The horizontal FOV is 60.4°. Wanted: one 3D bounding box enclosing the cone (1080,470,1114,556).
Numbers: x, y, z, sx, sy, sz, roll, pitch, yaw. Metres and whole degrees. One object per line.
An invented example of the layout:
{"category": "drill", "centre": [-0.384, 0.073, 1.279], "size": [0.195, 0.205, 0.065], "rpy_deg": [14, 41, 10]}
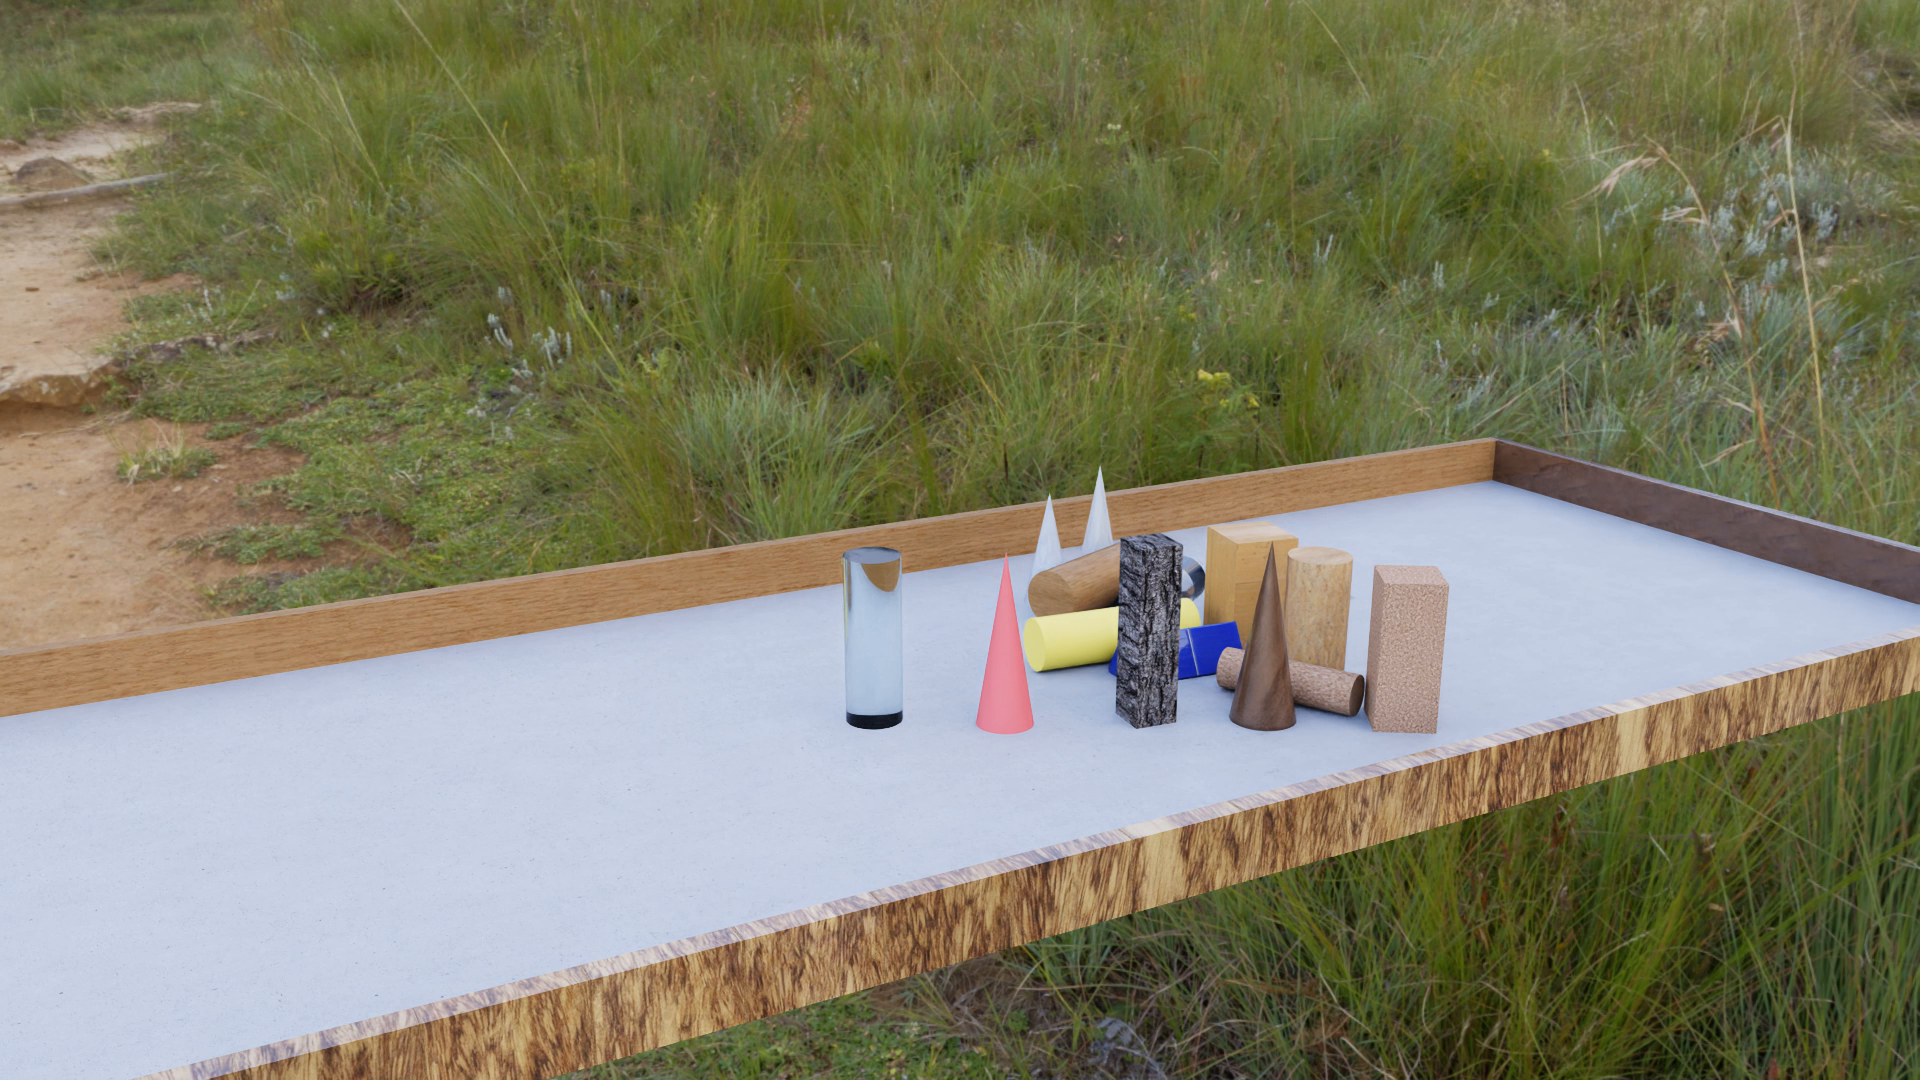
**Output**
{"category": "cone", "centre": [0.411, -0.048, 4.879], "size": [0.134, 0.360, 0.134], "rpy_deg": [0, 16, 0]}

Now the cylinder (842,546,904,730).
{"category": "cylinder", "centre": [-0.203, 0.229, 3.857], "size": [0.136, 0.405, 0.136], "rpy_deg": [0, 16, 0]}

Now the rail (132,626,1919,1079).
{"category": "rail", "centre": [-2.336, 1.006, 1.665], "size": [12.000, 0.150, 0.050], "rpy_deg": [-9, 18, -27]}

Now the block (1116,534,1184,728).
{"category": "block", "centre": [0.441, 0.212, 3.857], "size": [0.106, 0.437, 0.106], "rpy_deg": [-7, 18, -21]}

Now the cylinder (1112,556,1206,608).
{"category": "cylinder", "centre": [0.557, 0.155, 4.591], "size": [0.135, 0.135, 0.359], "rpy_deg": [9, 19, 28]}

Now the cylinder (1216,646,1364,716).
{"category": "cylinder", "centre": [0.801, 0.343, 4.009], "size": [0.342, 0.102, 0.102], "rpy_deg": [11, 19, 32]}

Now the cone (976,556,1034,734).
{"category": "cone", "centre": [0.106, 0.229, 3.829], "size": [0.137, 0.421, 0.137], "rpy_deg": [0, 16, 0]}

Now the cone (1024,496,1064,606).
{"category": "cone", "centre": [0.253, 0.022, 4.704], "size": [0.137, 0.324, 0.137], "rpy_deg": [0, 16, 0]}

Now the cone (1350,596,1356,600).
{"category": "cone", "centre": [0.943, 0.147, 4.703], "size": [0.454, 0.175, 0.175], "rpy_deg": [6, 14, -20]}

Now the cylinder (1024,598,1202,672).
{"category": "cylinder", "centre": [0.397, 0.244, 4.283], "size": [0.446, 0.137, 0.137], "rpy_deg": [-6, 18, -21]}

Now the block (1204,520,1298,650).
{"category": "block", "centre": [0.764, 0.131, 4.351], "size": [0.174, 0.315, 0.174], "rpy_deg": [-5, 17, -16]}

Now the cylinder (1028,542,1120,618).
{"category": "cylinder", "centre": [0.387, 0.115, 4.681], "size": [0.158, 0.158, 0.430], "rpy_deg": [13, 21, 38]}

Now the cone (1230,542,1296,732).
{"category": "cone", "centre": [0.718, 0.211, 3.852], "size": [0.158, 0.443, 0.158], "rpy_deg": [0, 16, 0]}

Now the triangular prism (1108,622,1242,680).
{"category": "triangular prism", "centre": [0.557, 0.279, 4.202], "size": [0.333, 0.108, 0.125], "rpy_deg": [-7, 18, -22]}

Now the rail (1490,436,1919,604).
{"category": "rail", "centre": [2.466, -0.048, 5.253], "size": [0.050, 0.150, 2.100], "rpy_deg": [-9, 18, -27]}

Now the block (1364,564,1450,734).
{"category": "block", "centre": [1.039, 0.254, 3.847], "size": [0.144, 0.363, 0.144], "rpy_deg": [1, 16, 4]}

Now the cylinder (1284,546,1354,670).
{"category": "cylinder", "centre": [0.879, 0.199, 4.076], "size": [0.157, 0.338, 0.157], "rpy_deg": [1, 16, 0]}

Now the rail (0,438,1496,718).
{"category": "rail", "centre": [-3.305, 0.497, 3.399], "size": [12.000, 0.150, 0.050], "rpy_deg": [-9, 18, -27]}
